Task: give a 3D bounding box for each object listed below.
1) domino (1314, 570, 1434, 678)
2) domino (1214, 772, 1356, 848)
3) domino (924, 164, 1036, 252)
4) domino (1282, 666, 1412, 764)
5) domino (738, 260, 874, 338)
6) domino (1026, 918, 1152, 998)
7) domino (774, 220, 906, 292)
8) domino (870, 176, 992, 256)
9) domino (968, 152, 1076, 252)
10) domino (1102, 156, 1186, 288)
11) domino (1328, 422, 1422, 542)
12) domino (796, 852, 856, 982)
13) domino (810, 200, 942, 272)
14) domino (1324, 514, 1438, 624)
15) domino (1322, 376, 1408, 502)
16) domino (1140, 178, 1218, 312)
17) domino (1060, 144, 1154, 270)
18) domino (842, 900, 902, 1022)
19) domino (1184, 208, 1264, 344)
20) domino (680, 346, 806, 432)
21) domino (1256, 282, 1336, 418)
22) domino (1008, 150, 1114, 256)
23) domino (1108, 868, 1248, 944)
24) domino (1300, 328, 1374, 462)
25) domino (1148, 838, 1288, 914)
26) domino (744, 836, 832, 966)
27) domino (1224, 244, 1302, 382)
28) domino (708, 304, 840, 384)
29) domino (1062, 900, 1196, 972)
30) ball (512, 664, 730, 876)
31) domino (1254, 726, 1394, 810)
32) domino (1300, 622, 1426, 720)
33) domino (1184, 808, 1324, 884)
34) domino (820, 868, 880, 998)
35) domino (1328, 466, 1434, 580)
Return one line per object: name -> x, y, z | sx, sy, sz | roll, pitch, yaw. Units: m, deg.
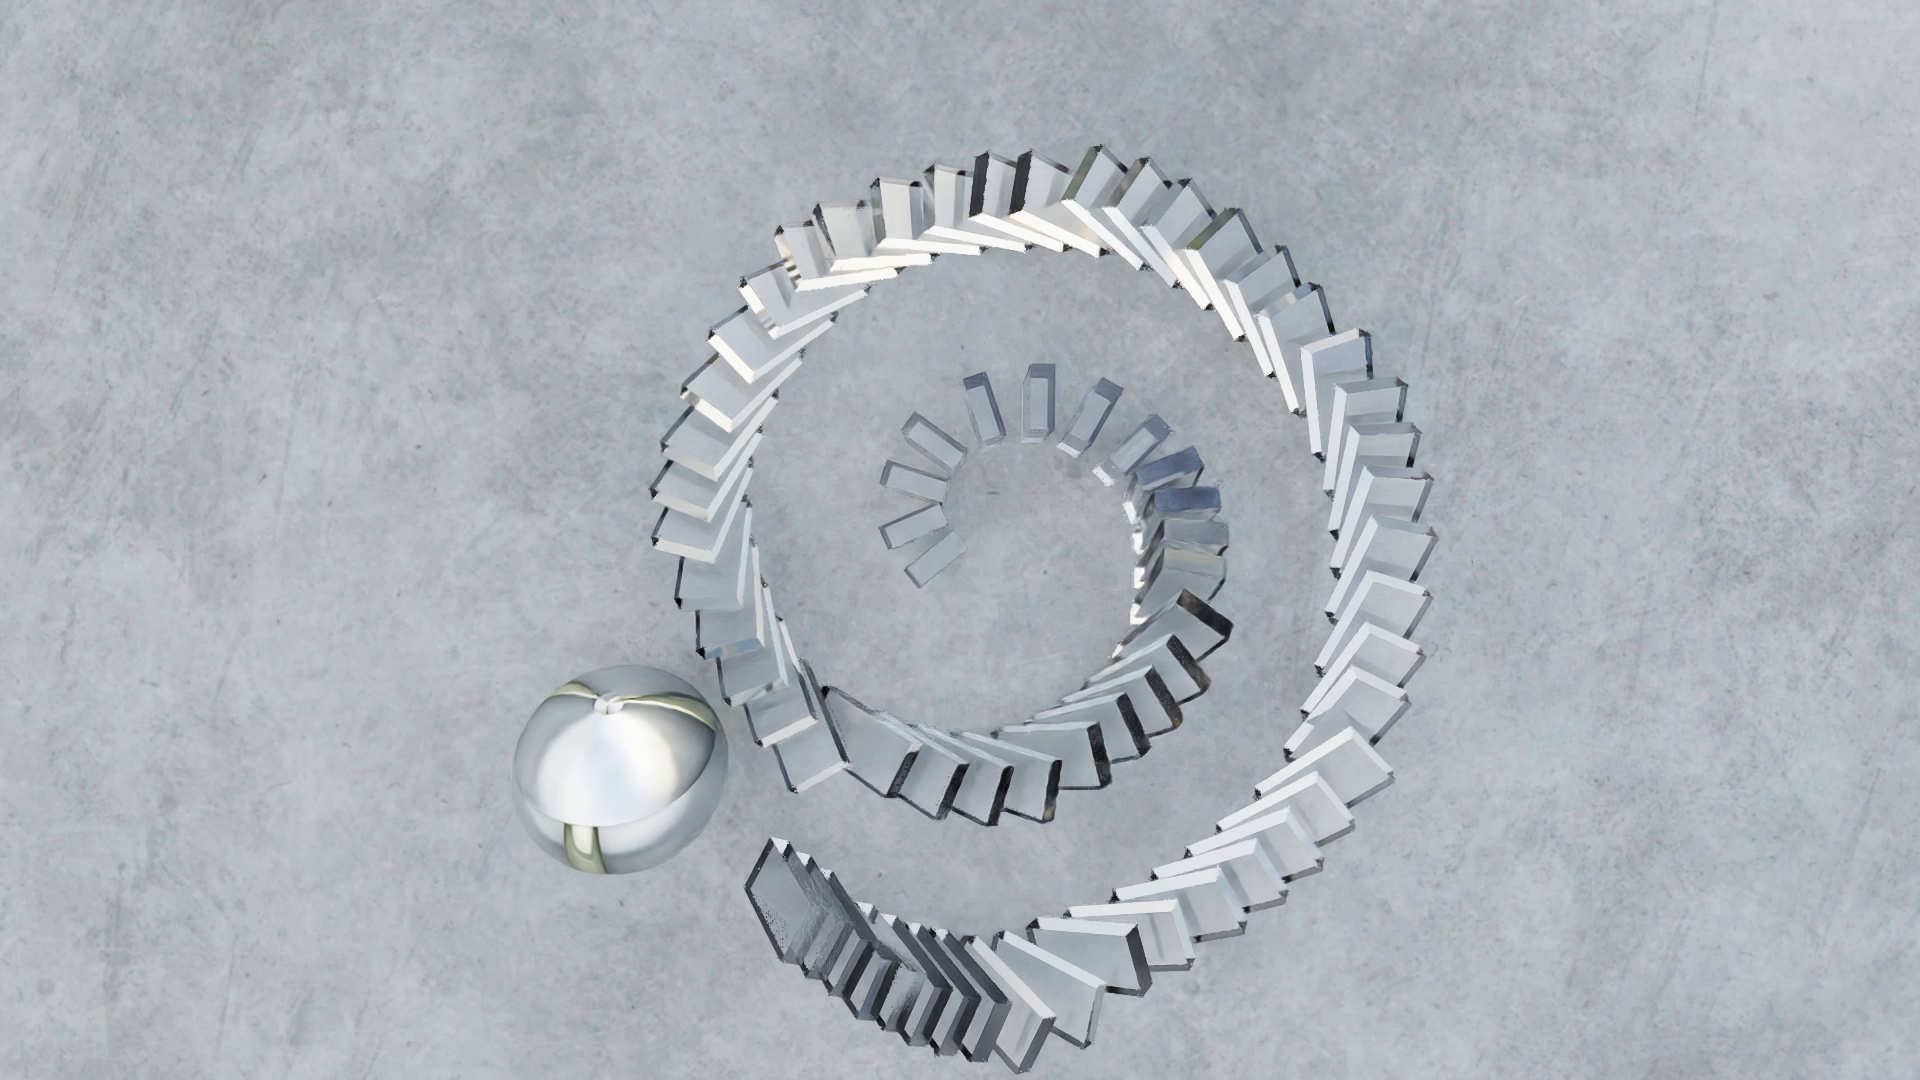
domino -> 0.172, 0.039, 0.384 | 0.025, 0.010, 0.050 | 17, 119, 0
domino -> 0.136, 0.120, 0.385 | 0.050, 0.010, 0.025 | -39, 90, 26
domino -> 0.009, -0.138, 0.383 | 0.050, 0.010, 0.025 | 0, 90, -31
domino -> 0.161, 0.078, 0.383 | 0.025, 0.009, 0.050 | 26, 119, -2
domino -> -0.064, -0.106, 0.384 | 0.050, 0.010, 0.025 | -35, 90, -29
domino -> 0.053, 0.172, 0.380 | 0.050, 0.009, 0.025 | -15, 90, 39
domino -> -0.049, -0.121, 0.382 | 0.050, 0.010, 0.025 | -19, 87, -32
domino -> -0.012, -0.135, 0.383 | 0.050, 0.009, 0.025 | -6, 88, -31
domino -> 0.028, -0.140, 0.382 | 0.050, 0.010, 0.025 | 7, 89, -34
domino -> 0.084, -0.131, 0.382 | 0.050, 0.009, 0.025 | 36, 87, -32
domino -> 0.172, -0.024, 0.382 | 0.025, 0.009, 0.050 | -3, 123, -1
domino -> -0.062, 0.153, 0.377 | 0.010, 0.050, 0.025 | 28, 90, -33
domino -> -0.034, -0.127, 0.381 | 0.050, 0.010, 0.025 | -15, 85, -32
domino -> 0.175, 0.015, 0.383 | 0.025, 0.010, 0.050 | 11, 122, -1
domino -> 0.168, -0.042, 0.382 | 0.025, 0.009, 0.050 | -8, 123, -1
domino -> 0.099, -0.122, 0.382 | 0.050, 0.010, 0.025 | 40, 85, -32
domino -> 0.068, -0.138, 0.383 | 0.050, 0.010, 0.025 | 29, 90, -32
domino -> -0.044, 0.170, 0.376 | 0.010, 0.050, 0.025 | 25, 88, -34
domino -> 0.116, -0.110, 0.383 | 0.025, 0.009, 0.050 | -44, 121, -2
domino -> -0.090, -0.070, 0.383 | 0.025, 0.010, 0.050 | 36, 58, 1
domino -> 0.145, -0.079, 0.383 | 0.025, 0.009, 0.050 | -32, 120, 0
domino -> 0.045, -0.139, 0.382 | 0.050, 0.010, 0.025 | 11, 87, -34
domino -> 0.090, 0.155, 0.383 | 0.050, 0.010, 0.025 | -26, 94, 31
domino -> 0.159, -0.060, 0.384 | 0.025, 0.009, 0.050 | -18, 119, 0
domino -> 0.107, 0.144, 0.382 | 0.050, 0.009, 0.025 | -30, 94, 31
domino -> -0.072, 0.147, 0.377 | 0.009, 0.050, 0.025 | 28, 90, -33
domino -> 0.132, -0.094, 0.383 | 0.025, 0.010, 0.050 | -36, 121, 0
domino -> -0.077, -0.090, 0.383 | 0.025, 0.010, 0.050 | 46, 60, 0
domino -> 0.070, 0.166, 0.384 | 0.050, 0.009, 0.025 | -17, 90, 30
ball -> -0.132, 0.089, 0.360 | 0.080, 0.080, 0.080 | 0, 90, 0
domino -> 0.152, 0.103, 0.384 | 0.025, 0.010, 0.050 | 46, 117, 0
domino -> 0.168, 0.061, 0.384 | 0.025, 0.009, 0.050 | 24, 118, 0
domino -> 0.122, 0.133, 0.382 | 0.050, 0.010, 0.025 | -35, 92, 31
domino -> -0.053, 0.160, 0.377 | 0.009, 0.050, 0.025 | 28, 90, -33
domino -> 0.175, -0.006, 0.382 | 0.025, 0.010, 0.050 | 3, 123, -3
